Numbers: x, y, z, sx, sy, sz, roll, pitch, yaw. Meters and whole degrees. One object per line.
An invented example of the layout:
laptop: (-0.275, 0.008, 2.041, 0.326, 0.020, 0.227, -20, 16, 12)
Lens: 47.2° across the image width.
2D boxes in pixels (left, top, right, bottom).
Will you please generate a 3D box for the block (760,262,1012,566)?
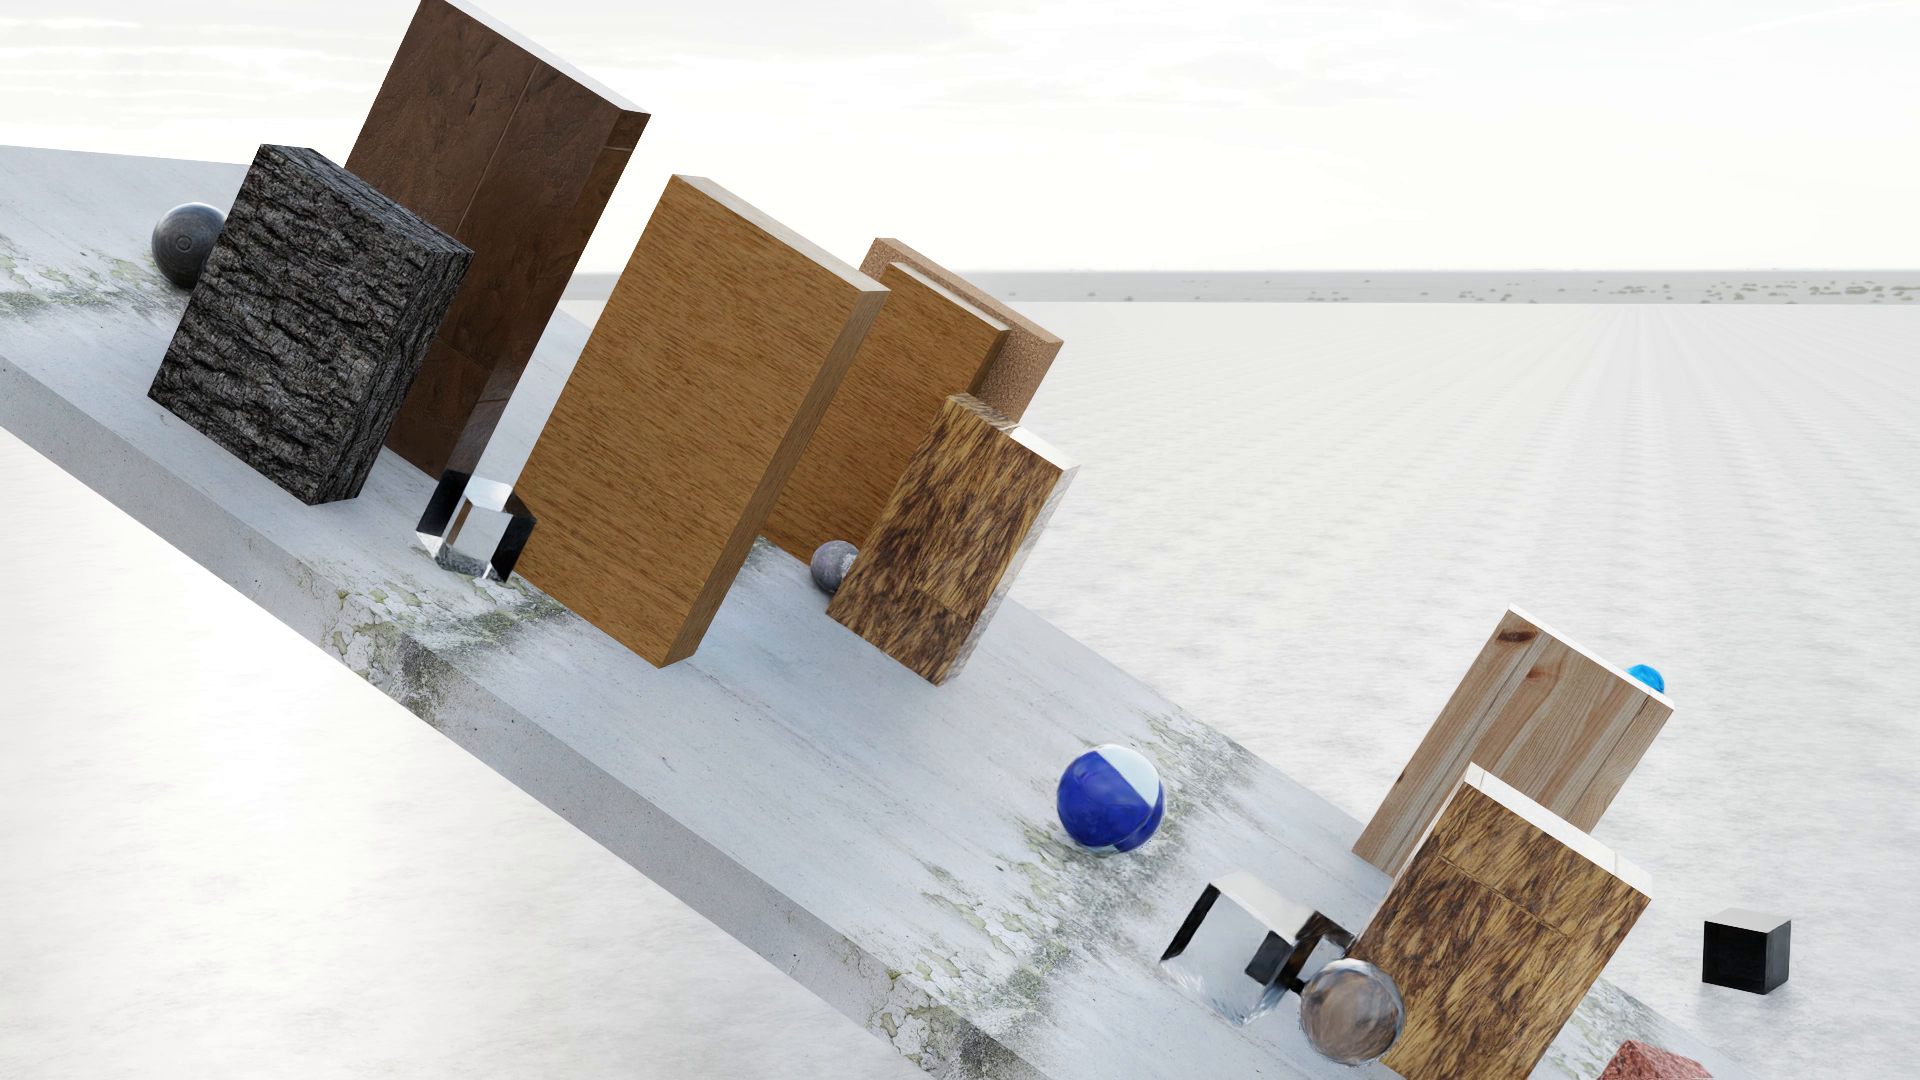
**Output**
block: (-0.167, -0.226, 4.484, 0.266, 0.624, 0.093, 33, 15, 11)

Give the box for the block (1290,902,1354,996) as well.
block: (0.600, 0.713, 3.811, 0.110, 0.110, 0.110, 33, 15, 15)

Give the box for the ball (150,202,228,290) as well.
ball: (-1.418, -0.545, 4.086, 0.161, 0.161, 0.161, 0, 7, 0)

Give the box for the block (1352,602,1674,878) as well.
block: (1.147, 0.496, 4.589, 0.382, 0.617, 0.092, 33, 15, 11)

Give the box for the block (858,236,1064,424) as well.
block: (-0.131, -0.249, 4.609, 0.426, 0.635, 0.129, 33, 15, 11)

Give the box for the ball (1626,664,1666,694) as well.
ball: (2.914, 0.627, 9.397, 0.188, 0.188, 0.188, 0, 7, 0)

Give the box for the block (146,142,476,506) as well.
block: (-1.043, -0.345, 3.530, 0.340, 0.461, 0.140, 33, 15, 11)

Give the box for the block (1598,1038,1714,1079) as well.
block: (1.228, 1.020, 3.837, 0.186, 0.186, 0.186, 22, 16, -27)

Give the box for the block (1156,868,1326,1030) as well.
block: (0.462, 0.666, 3.597, 0.168, 0.168, 0.168, 36, 16, 23)

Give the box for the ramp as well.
ramp: (-0.183, 0.301, 4.127, 4.000, 0.100, 2.000, 33, 15, 11)

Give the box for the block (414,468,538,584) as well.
block: (-0.793, -0.023, 3.601, 0.122, 0.122, 0.122, 16, 20, -43)

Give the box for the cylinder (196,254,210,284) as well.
cylinder: (-1.269, -0.464, 4.049, 0.184, 0.184, 0.184, 3, 19, 26)

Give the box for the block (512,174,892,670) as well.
block: (-0.457, -0.195, 3.635, 0.372, 0.716, 0.140, 33, 15, 11)

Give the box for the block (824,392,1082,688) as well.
block: (-0.014, -0.002, 4.279, 0.269, 0.495, 0.140, 33, 15, 11)

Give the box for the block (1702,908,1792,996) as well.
block: (2.061, 1.075, 5.761, 0.166, 0.166, 0.166, 6, 9, 41)

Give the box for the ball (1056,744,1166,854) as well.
ball: (0.265, 0.457, 3.875, 0.193, 0.193, 0.193, 0, 7, 0)

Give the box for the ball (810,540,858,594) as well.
ball: (-0.246, 0.055, 4.417, 0.108, 0.108, 0.108, 0, 7, 0)

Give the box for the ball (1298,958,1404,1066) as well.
ball: (0.634, 0.764, 3.560, 0.170, 0.170, 0.170, 0, 7, 0)

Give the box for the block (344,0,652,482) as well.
block: (-0.900, -0.531, 3.878, 0.422, 0.737, 0.118, 33, 15, 11)

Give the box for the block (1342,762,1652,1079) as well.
block: (0.873, 0.682, 3.695, 0.346, 0.487, 0.149, 33, 15, 11)
